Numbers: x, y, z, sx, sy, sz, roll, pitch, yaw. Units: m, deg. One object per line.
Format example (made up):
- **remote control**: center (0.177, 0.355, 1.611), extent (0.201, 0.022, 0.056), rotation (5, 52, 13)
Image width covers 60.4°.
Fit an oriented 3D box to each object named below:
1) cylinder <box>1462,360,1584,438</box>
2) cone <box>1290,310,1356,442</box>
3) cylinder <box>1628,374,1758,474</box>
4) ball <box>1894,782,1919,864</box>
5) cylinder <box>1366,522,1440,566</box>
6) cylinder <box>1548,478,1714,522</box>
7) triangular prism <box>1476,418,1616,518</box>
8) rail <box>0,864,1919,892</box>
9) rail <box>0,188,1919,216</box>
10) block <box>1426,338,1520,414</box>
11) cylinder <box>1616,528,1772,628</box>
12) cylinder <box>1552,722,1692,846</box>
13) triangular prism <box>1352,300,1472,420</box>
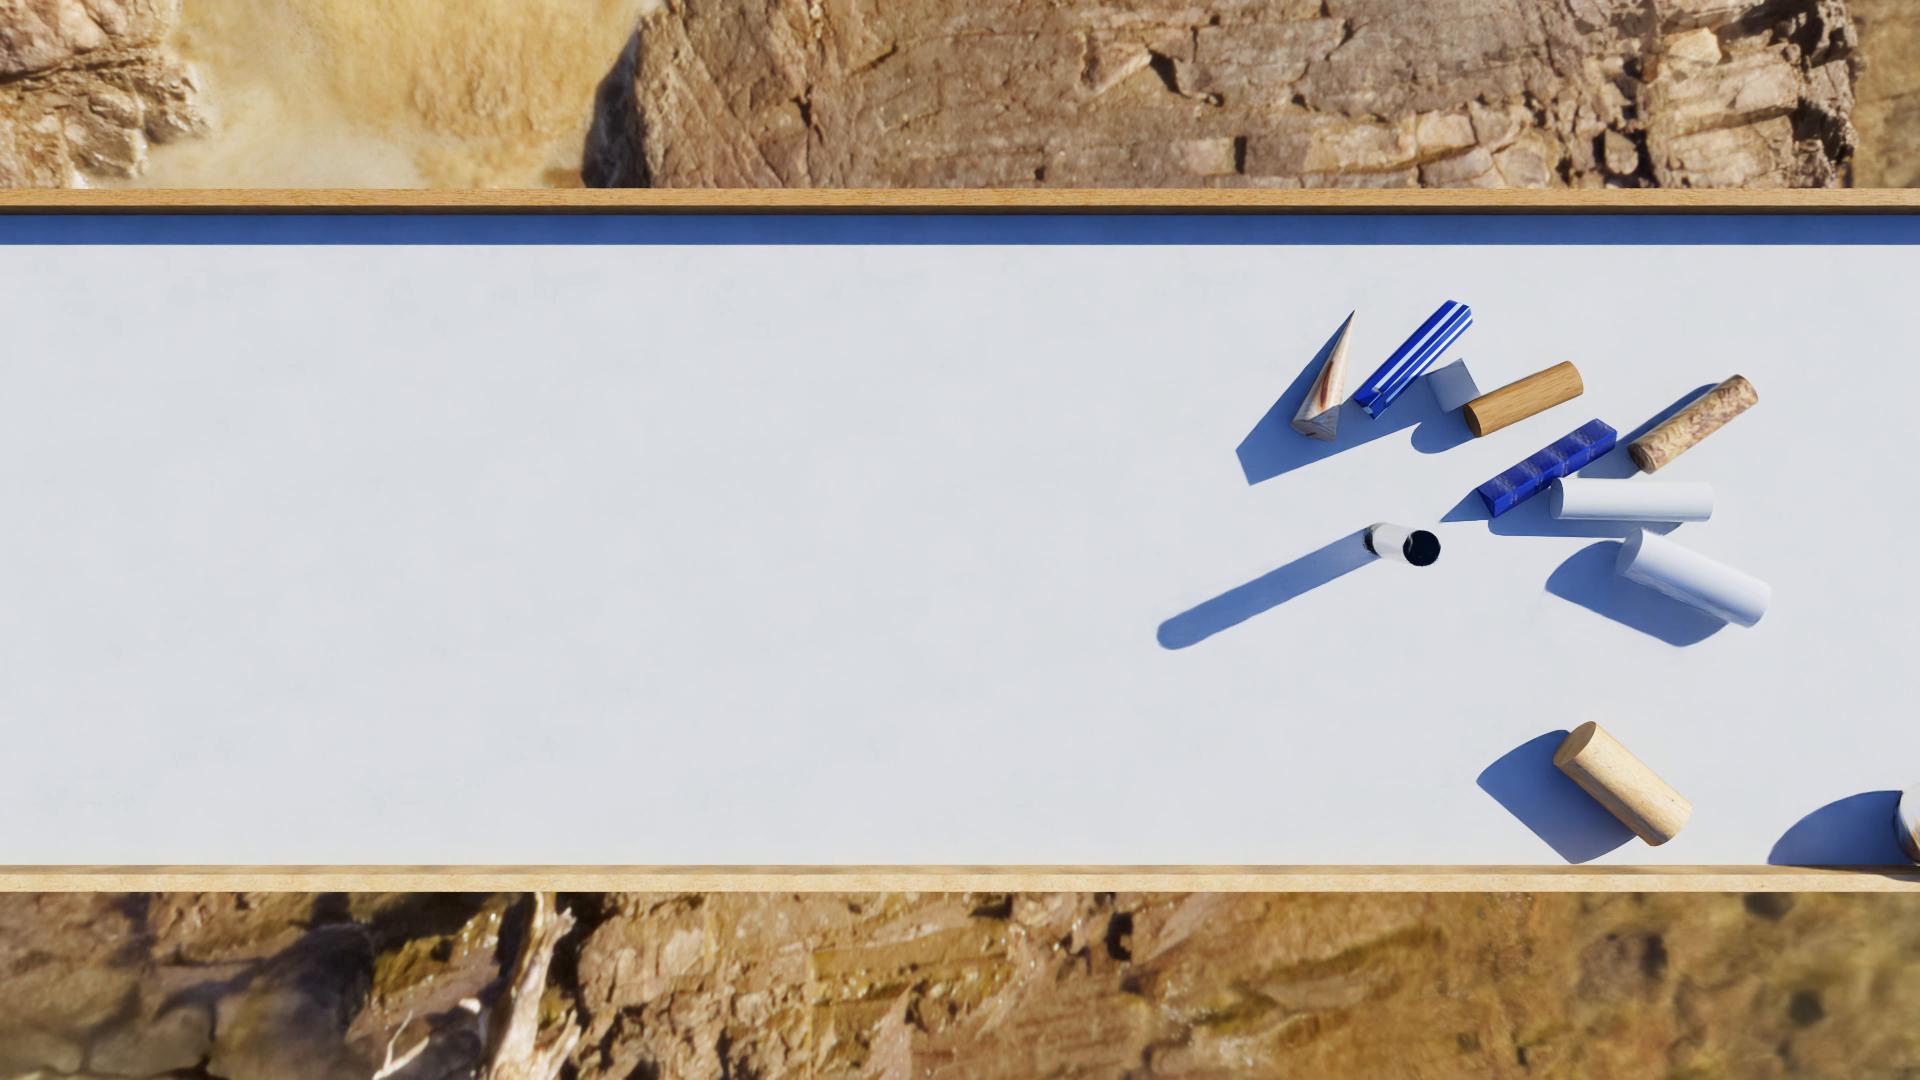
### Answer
- **cylinder**: center (1.713, -0.428, 5.019), extent (0.335, 0.115, 0.115), rotation (-23, 90, 0)
- **cone**: center (1.146, -0.524, 5.042), extent (0.142, 0.142, 0.424), rotation (21, 80, 0)
- **cylinder**: center (2.230, -0.353, 5.021), extent (0.383, 0.112, 0.112), rotation (-34, 90, 0)
- **ball**: center (2.958, 0.852, 4.929), extent (0.295, 0.295, 0.295), rotation (0, 90, 0)
- **cylinder**: center (1.299, 0.010, 4.858), extent (0.105, 0.432, 0.105), rotation (0, 94, 0)
- **cylinder**: center (2.037, -0.121, 5.013), extent (0.451, 0.127, 0.127), rotation (1, 90, 0)
- **triangular prism**: center (1.800, -0.221, 5.027), extent (0.427, 0.093, 0.108), rotation (-30, 90, 0)
- **rail**: center (-2.247, 1.025, 5.001), extent (12.000, 0.150, 0.050), rotation (0, 90, 0)
- **rail**: center (-2.247, -1.025, 5.002), extent (12.000, 0.150, 0.050), rotation (0, 90, 0)
- **block**: center (1.511, -0.481, 4.878), extent (0.123, 0.390, 0.123), rotation (-27, 87, 0)
- **cylinder**: center (2.221, 0.117, 5.001), extent (0.418, 0.151, 0.151), rotation (23, 90, 0)
- **cylinder**: center (2.002, 0.737, 4.989), extent (0.376, 0.176, 0.176), rotation (40, 90, 0)
- **triangular prism**: center (1.391, -0.555, 5.031), extent (0.099, 0.086, 0.426), rotation (45, 90, 0)
